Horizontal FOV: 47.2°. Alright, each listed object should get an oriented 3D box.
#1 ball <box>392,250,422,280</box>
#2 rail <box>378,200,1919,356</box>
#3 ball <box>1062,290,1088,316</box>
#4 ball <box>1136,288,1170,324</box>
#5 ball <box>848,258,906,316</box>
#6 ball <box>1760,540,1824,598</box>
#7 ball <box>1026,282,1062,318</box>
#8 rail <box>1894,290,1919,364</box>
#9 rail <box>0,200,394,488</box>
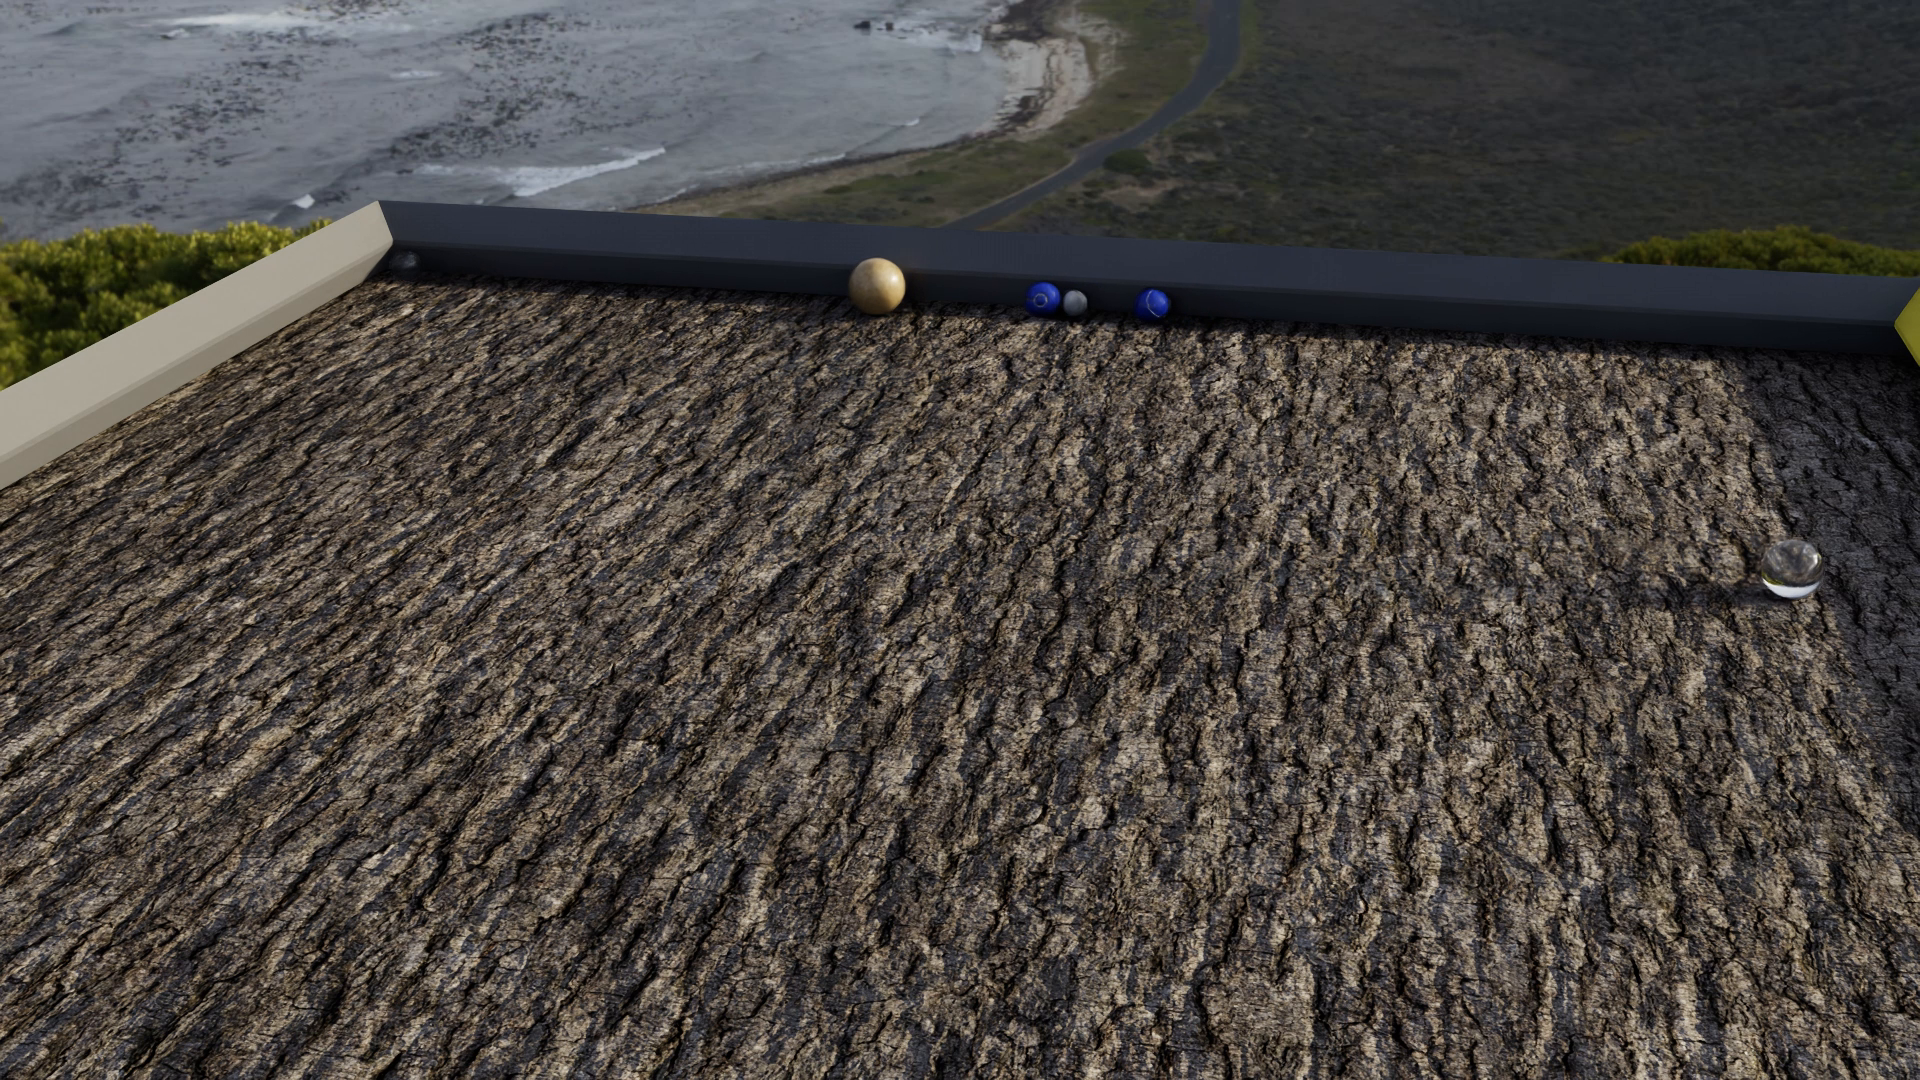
[{"bbox_3d":[-0.958,-0.475,3.811,0.051,0.051,0.051,0,22,0],"label":"ball"},{"bbox_3d":[0.225,-0.431,3.602,2.550,0.122,0.045,4,22,11],"label":"rail"},{"bbox_3d":[0.188,-0.387,3.601,0.044,0.044,0.044,0,22,0],"label":"ball"},{"bbox_3d":[0.312,-0.379,3.565,0.056,0.056,0.056,0,22,0],"label":"ball"},{"bbox_3d":[-0.136,-0.415,3.604,0.094,0.094,0.094,0,22,0],"label":"ball"},{"bbox_3d":[0.955,0.033,2.524,0.069,0.069,0.069,0,22,0],"label":"ball"},{"bbox_3d":[0.137,-0.393,3.597,0.058,0.058,0.058,0,22,0],"label":"ball"},{"bbox_3d":[0.995,0.478,1.345,0.045,0.122,4.497,4,22,11],"label":"rail"},{"bbox_3d":[-1.454,0.287,1.819,0.045,0.122,4.497,4,22,11],"label":"rail"}]
